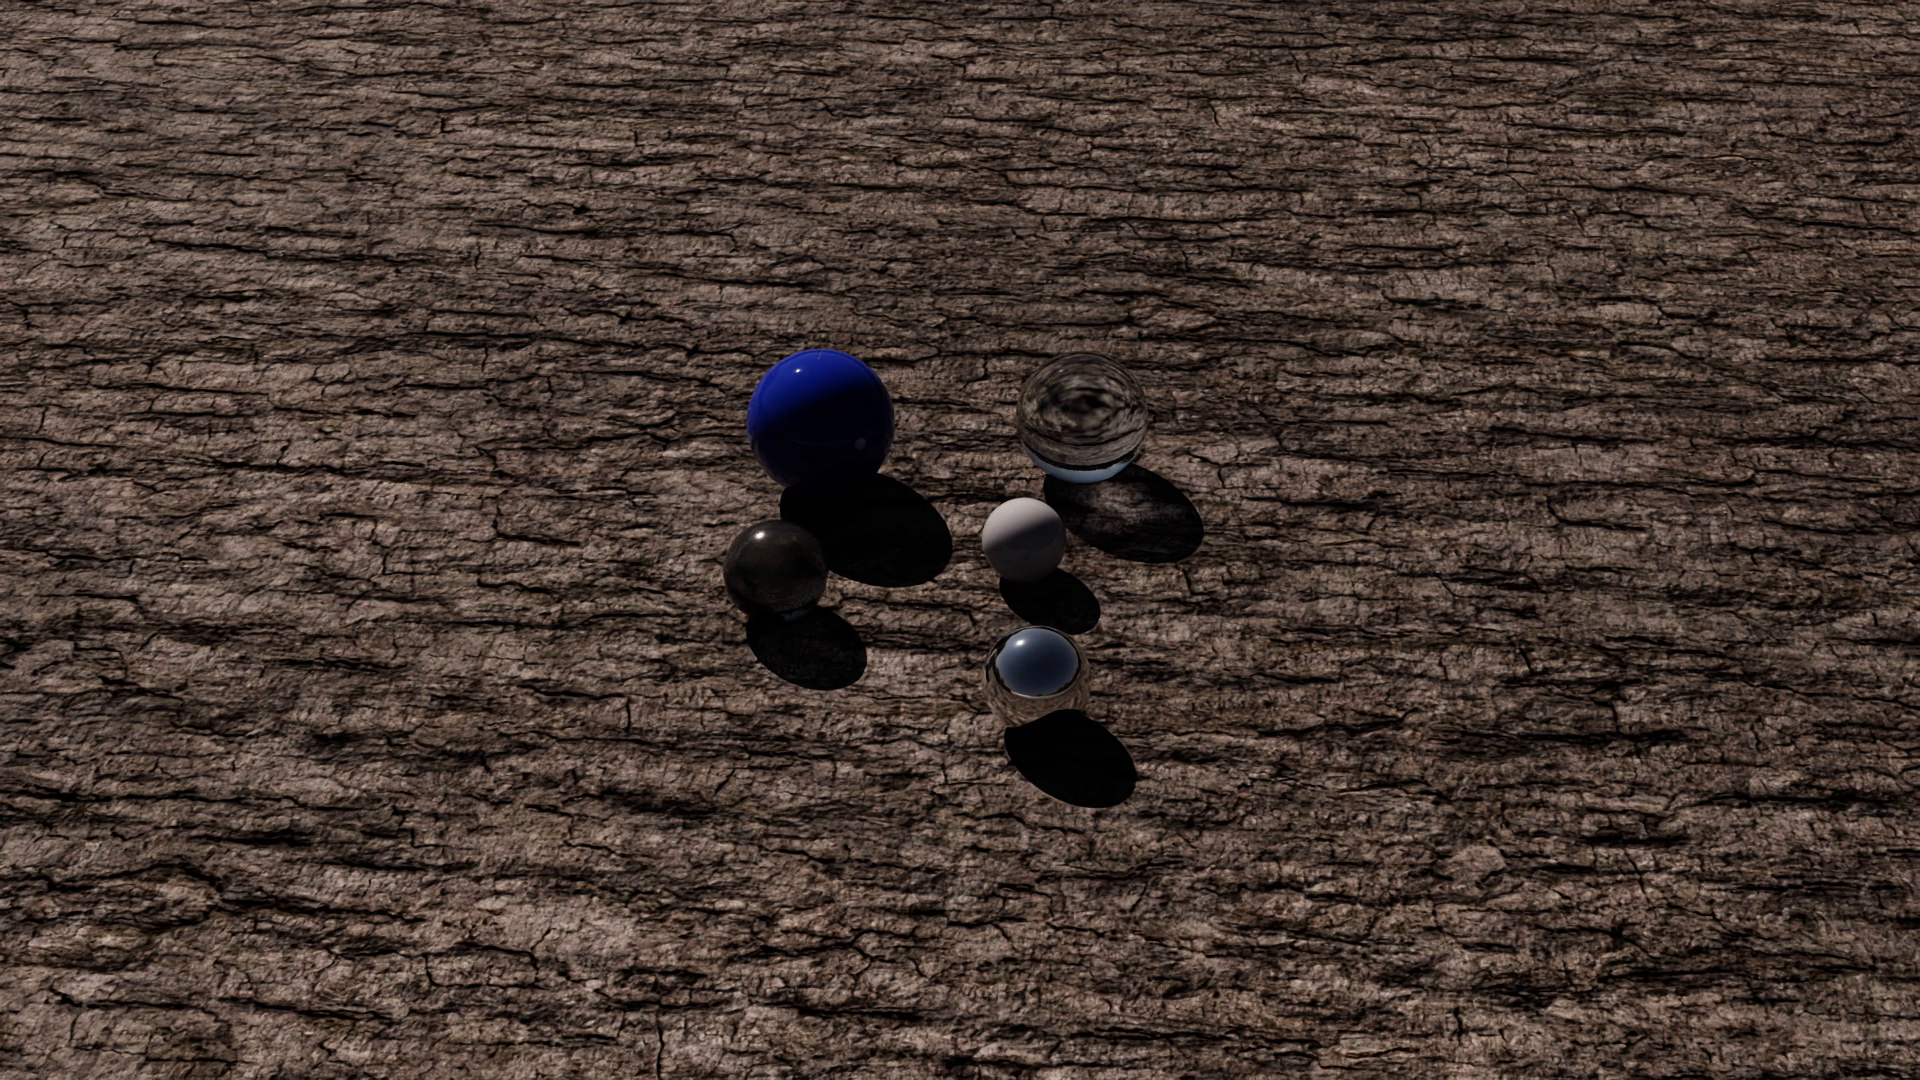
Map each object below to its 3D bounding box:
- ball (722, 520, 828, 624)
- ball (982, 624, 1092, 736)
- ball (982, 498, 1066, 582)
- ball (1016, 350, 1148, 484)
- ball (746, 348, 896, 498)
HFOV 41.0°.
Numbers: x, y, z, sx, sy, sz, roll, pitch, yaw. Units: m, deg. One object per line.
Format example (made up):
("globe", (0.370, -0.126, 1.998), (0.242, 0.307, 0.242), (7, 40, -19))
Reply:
("ball", (-0.114, 0.020, 1.584), (0.065, 0.065, 0.065), (0, 36, 0))
("ball", (0.045, 0.082, 1.499), (0.065, 0.065, 0.065), (0, 36, 0))
("ball", (0.041, 0.000, 1.620), (0.054, 0.054, 0.054), (0, 36, 0))
("ball", (0.081, -0.081, 1.703), (0.088, 0.088, 0.088), (0, 36, 0))
("ball", (-0.091, -0.077, 1.688), (0.098, 0.098, 0.098), (0, 36, 0))
